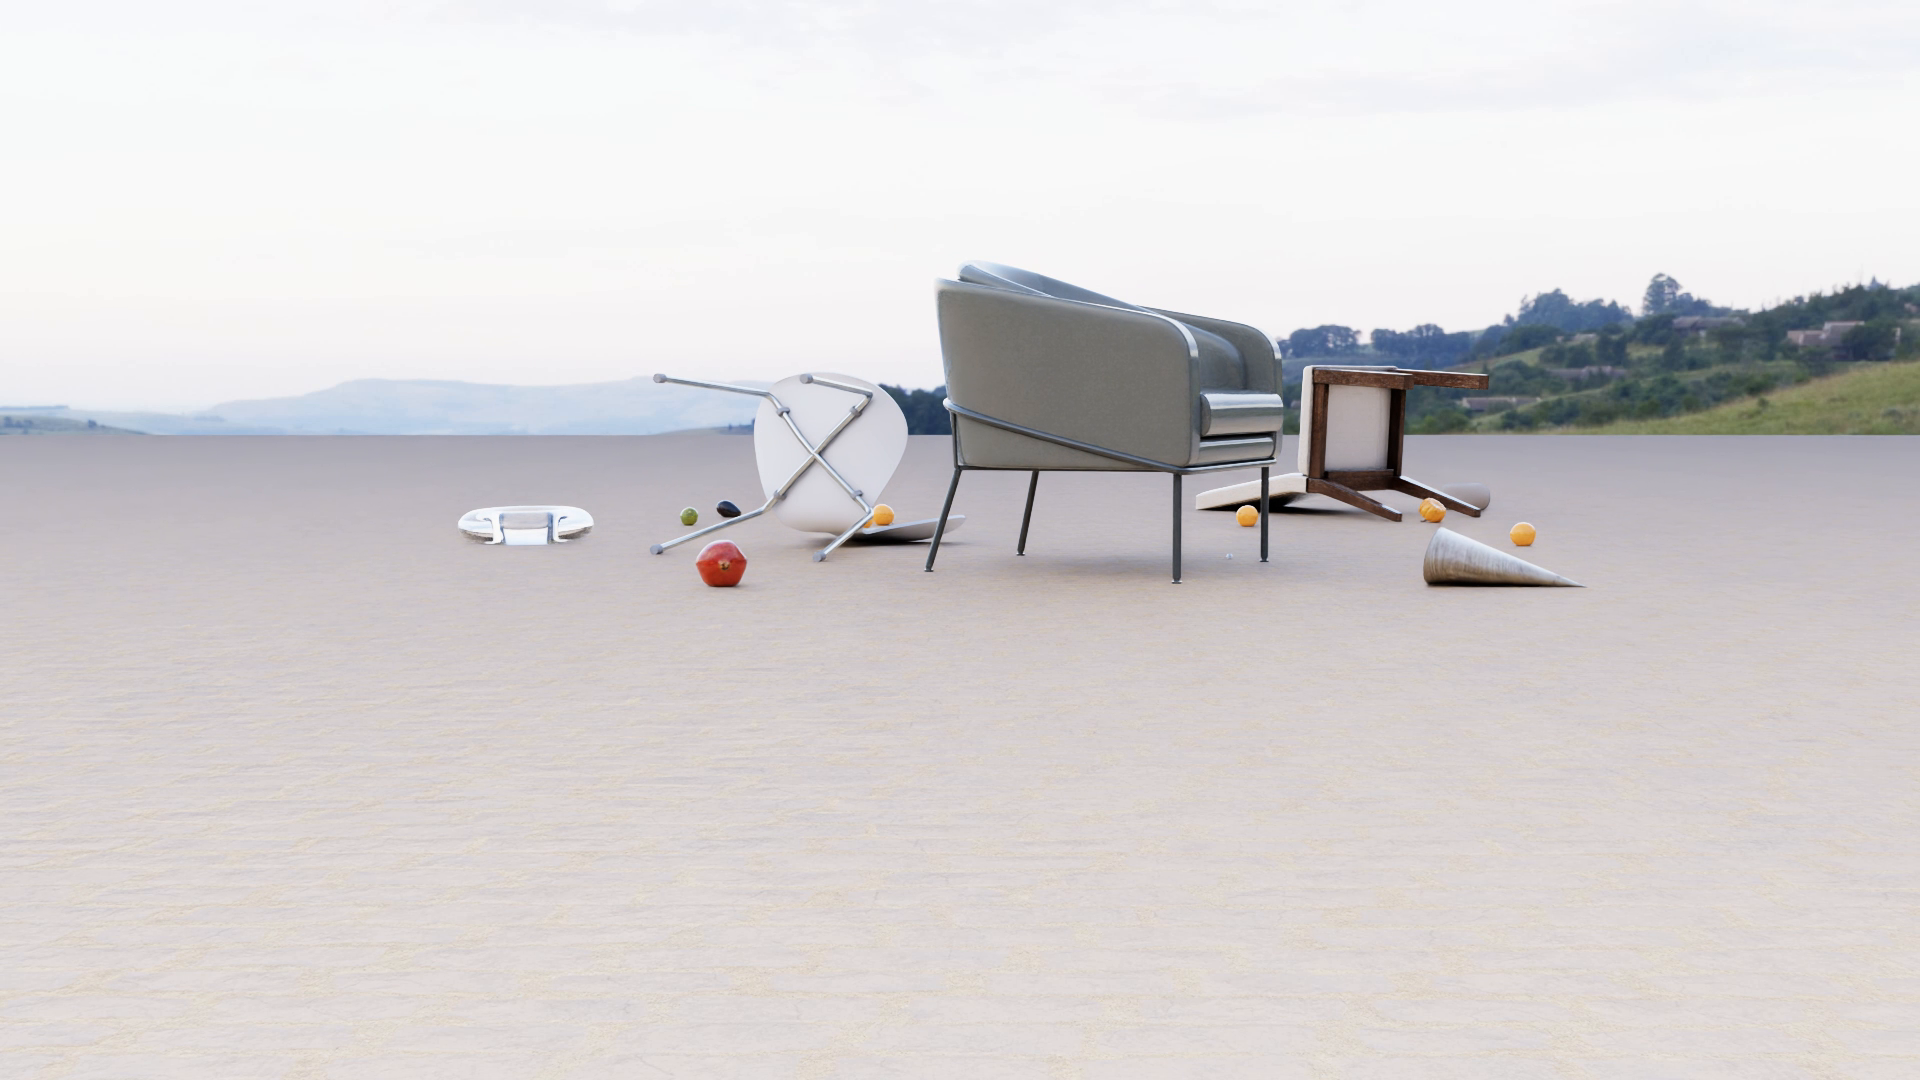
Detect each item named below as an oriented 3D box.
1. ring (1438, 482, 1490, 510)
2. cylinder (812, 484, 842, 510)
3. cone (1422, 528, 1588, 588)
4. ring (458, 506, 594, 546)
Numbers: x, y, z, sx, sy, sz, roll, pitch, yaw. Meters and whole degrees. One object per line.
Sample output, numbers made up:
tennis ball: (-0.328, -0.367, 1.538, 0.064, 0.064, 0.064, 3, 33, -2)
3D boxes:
ring: (1.880, -0.161, 8.197, 0.190, 0.098, 0.142, 0, 6, 19)
cylinder: (-0.488, -0.151, 8.116, 0.105, 0.086, 0.121, -24, -6, -12)
cone: (1.263, 0.071, 5.038, 0.351, 0.131, 0.315, 13, 7, 20)
ring: (-1.273, -0.042, 6.450, 0.394, 0.099, 0.348, -1, 5, -5)
